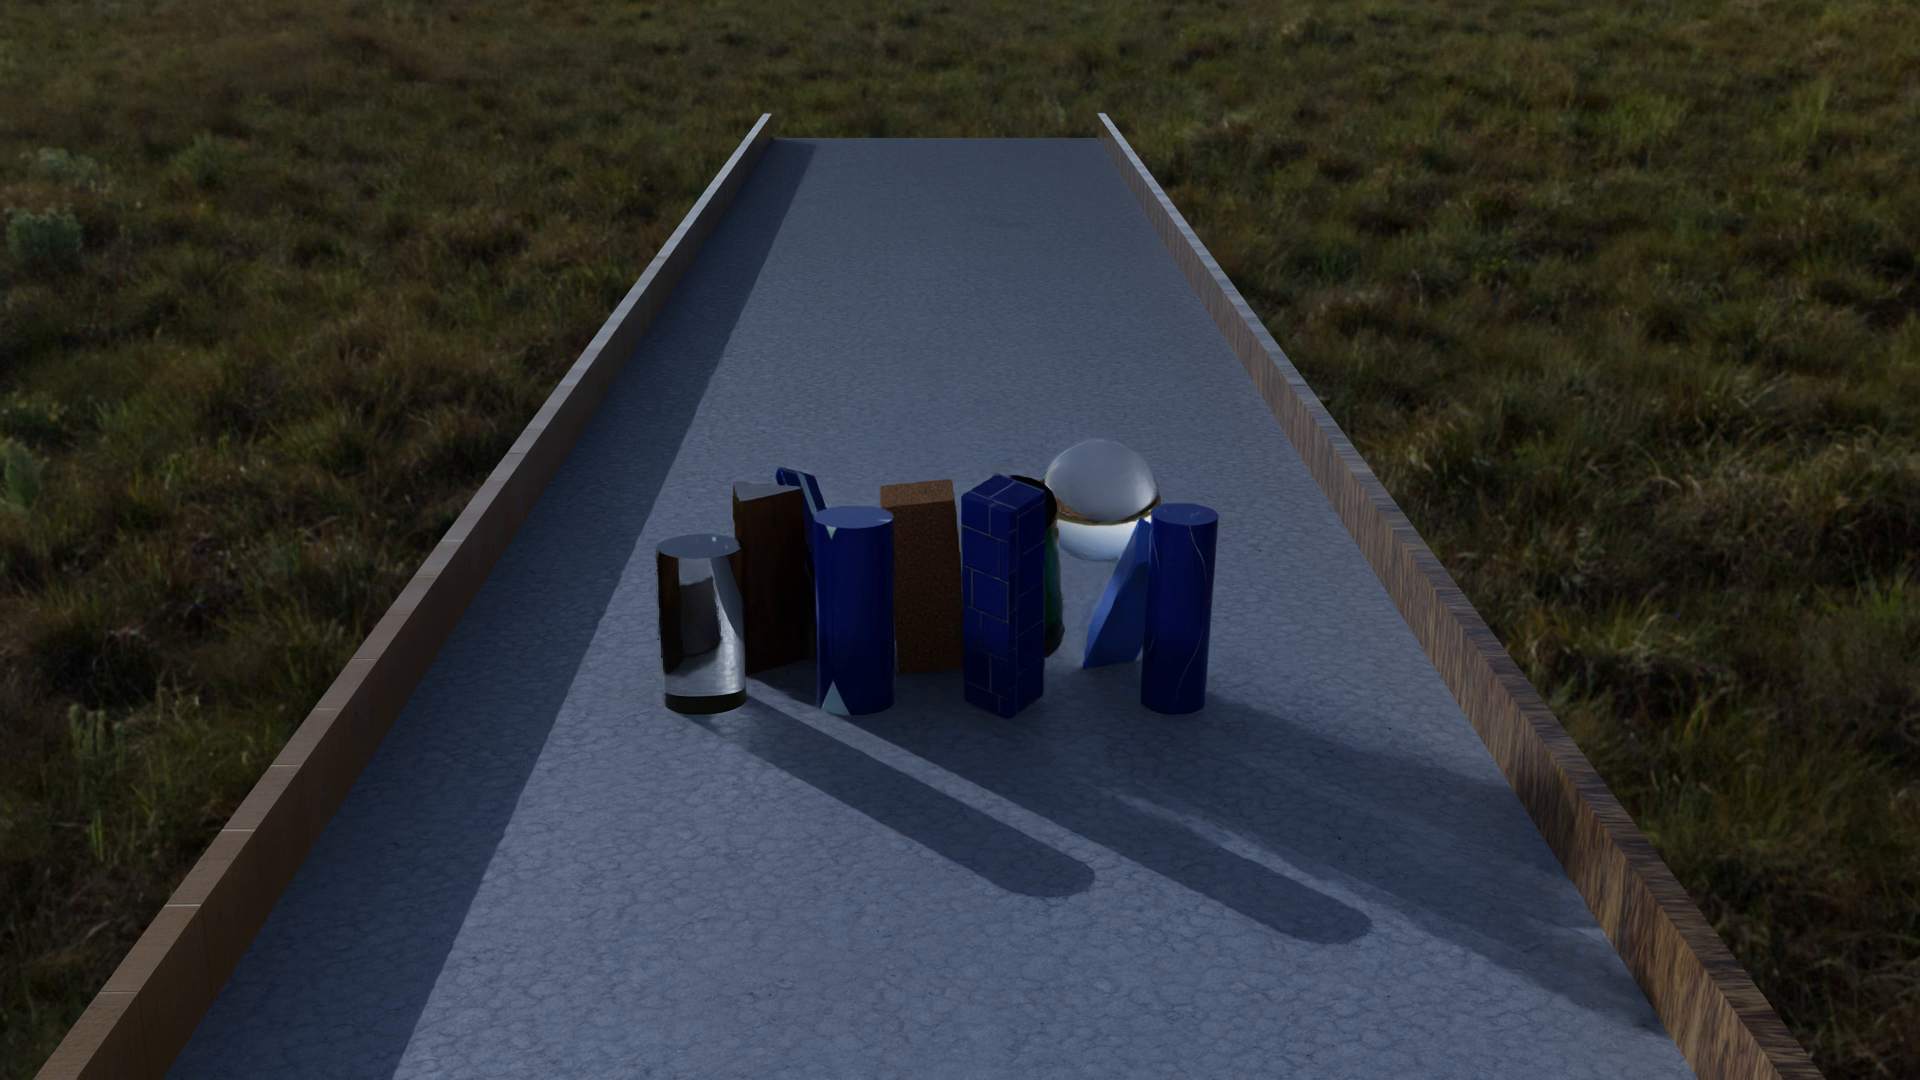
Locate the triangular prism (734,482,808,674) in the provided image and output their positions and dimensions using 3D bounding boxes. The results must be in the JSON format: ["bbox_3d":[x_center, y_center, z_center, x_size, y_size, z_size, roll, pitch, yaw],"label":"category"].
[{"bbox_3d":[-0.406,0.068,4.375,0.149,0.355,0.129,-14,21,-39],"label":"triangular prism"}]

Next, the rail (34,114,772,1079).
[{"bbox_3d":[-1.118,-0.838,7.780,0.050,0.150,12.000,0,17,-1],"label":"rail"}]

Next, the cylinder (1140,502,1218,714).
[{"bbox_3d":[0.409,0.129,4.119,0.124,0.377,0.124,1,20,-1],"label":"cylinder"}]

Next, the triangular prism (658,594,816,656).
[{"bbox_3d":[-0.398,0.137,4.506,0.427,0.125,0.144,6,24,18],"label":"triangular prism"}]

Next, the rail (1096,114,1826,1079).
[{"bbox_3d":[0.932,-0.844,7.801,0.050,0.150,12.000,0,17,-1],"label":"rail"}]

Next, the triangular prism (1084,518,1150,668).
[{"bbox_3d":[0.322,0.102,4.295,0.117,0.334,0.101,-8,53,-24],"label":"triangular prism"}]

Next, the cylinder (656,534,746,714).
[{"bbox_3d":[-0.488,0.158,4.157,0.160,0.306,0.160,0,17,0],"label":"cylinder"}]

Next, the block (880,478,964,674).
[{"bbox_3d":[-0.068,0.072,4.351,0.142,0.346,0.142,-6,18,-1],"label":"block"}]

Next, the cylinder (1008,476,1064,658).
[{"bbox_3d":[0.119,0.063,4.285,0.154,0.404,0.154,-3,52,3],"label":"cylinder"}]

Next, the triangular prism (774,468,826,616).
[{"bbox_3d":[-0.282,0.051,4.388,0.098,0.085,0.451,-24,60,4],"label":"triangular prism"}]

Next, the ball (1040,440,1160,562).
[{"bbox_3d":[0.274,-0.077,4.327,0.242,0.242,0.242,0,17,0],"label":"ball"}]

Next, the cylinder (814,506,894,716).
[{"bbox_3d":[-0.198,0.132,4.137,0.149,0.366,0.149,0,17,0],"label":"cylinder"}]

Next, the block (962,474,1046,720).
[{"bbox_3d":[0.081,0.107,4.059,0.108,0.438,0.108,21,36,33],"label":"block"}]
